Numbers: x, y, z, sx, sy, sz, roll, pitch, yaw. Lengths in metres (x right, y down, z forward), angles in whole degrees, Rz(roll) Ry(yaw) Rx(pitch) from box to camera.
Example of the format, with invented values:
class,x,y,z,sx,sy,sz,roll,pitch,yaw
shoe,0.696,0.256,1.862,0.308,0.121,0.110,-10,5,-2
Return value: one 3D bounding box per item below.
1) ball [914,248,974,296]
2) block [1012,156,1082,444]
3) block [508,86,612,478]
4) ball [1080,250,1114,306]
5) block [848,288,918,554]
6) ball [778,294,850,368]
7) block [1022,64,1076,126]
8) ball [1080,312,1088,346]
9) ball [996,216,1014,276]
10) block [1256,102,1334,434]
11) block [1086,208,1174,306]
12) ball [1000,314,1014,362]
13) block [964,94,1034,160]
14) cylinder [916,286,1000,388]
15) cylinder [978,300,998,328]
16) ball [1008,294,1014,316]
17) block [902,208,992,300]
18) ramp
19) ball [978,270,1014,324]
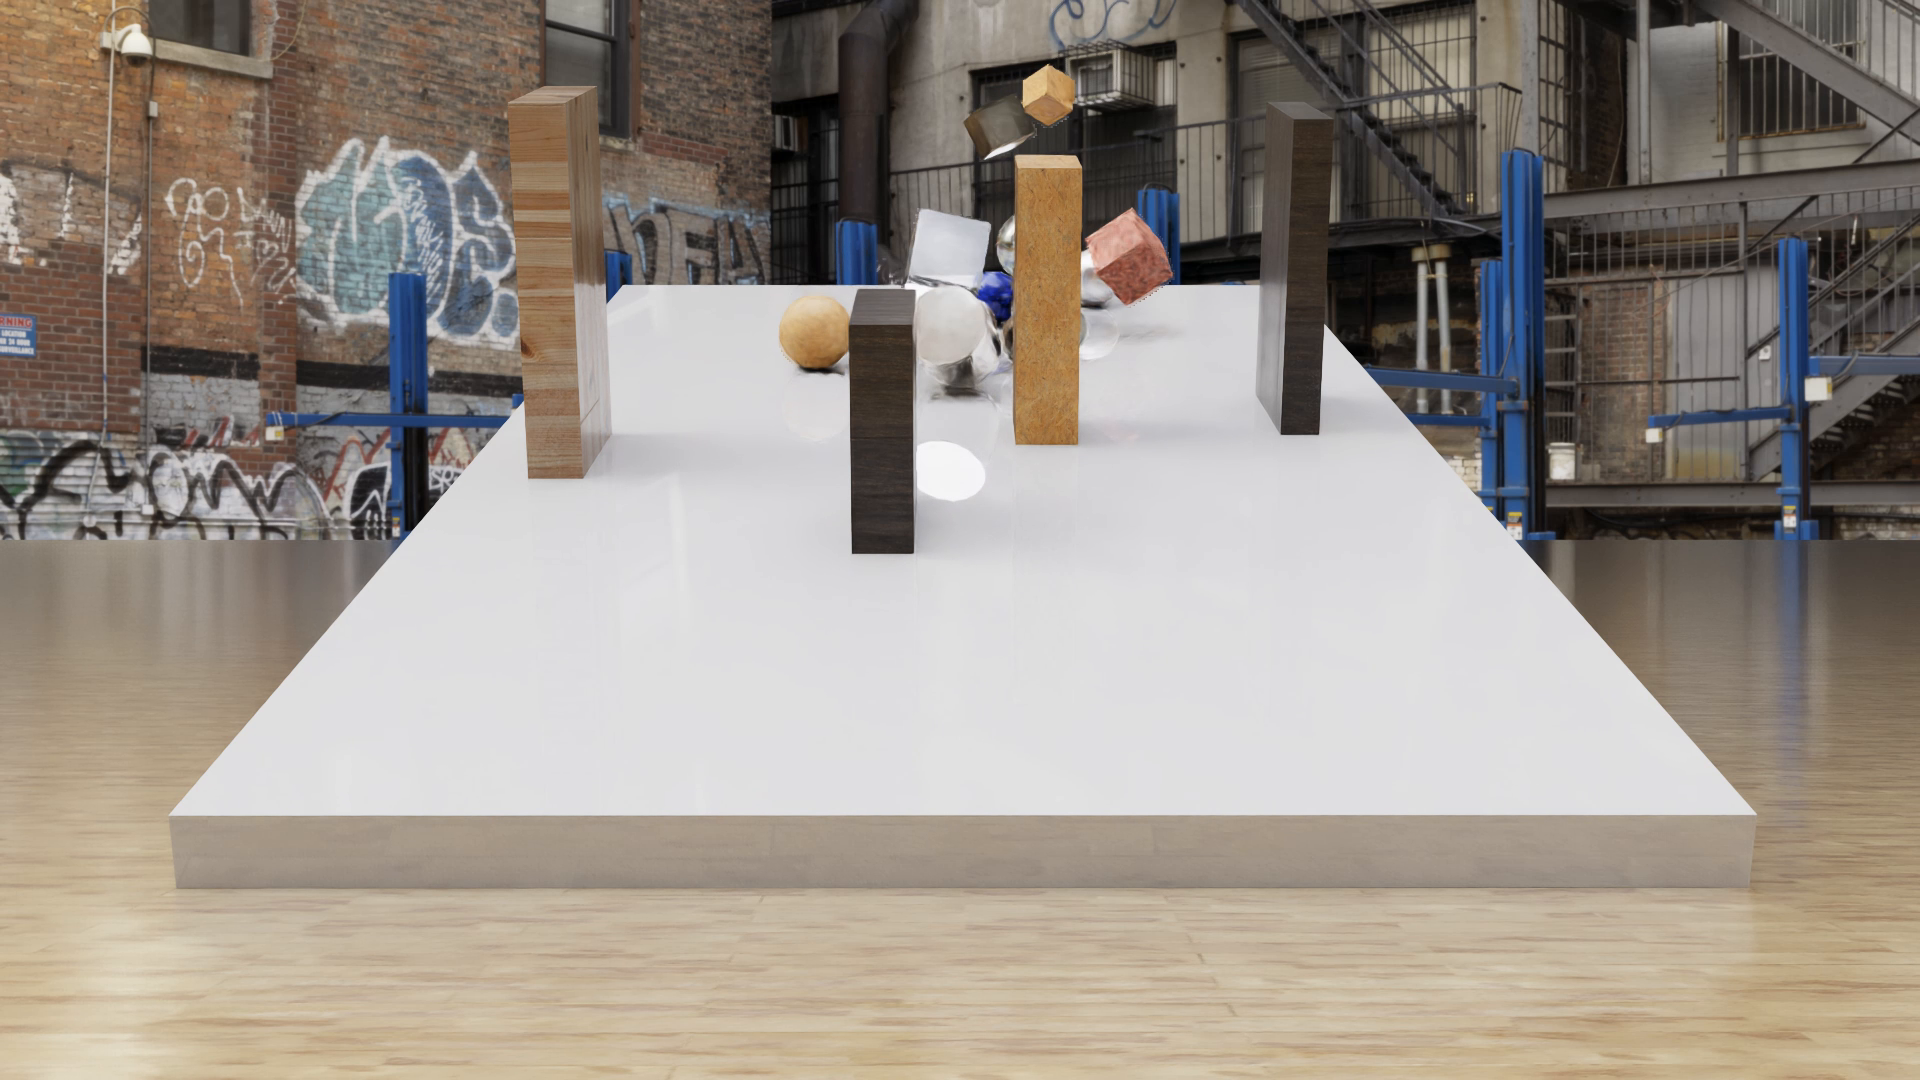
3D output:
class,x,y,z,sx,sy,sz,roll,pitch,yaw
ball,-0.044,-0.734,6.208,0.172,0.172,0.172,0,0,0
block,0.184,-0.515,4.713,0.132,0.581,0.244,0,16,0
block,-0.806,-0.530,4.484,0.109,0.737,0.391,0,16,0
ball,0.373,-0.745,6.272,0.159,0.159,0.159,0,0,0
block,-0.137,-0.223,4.012,0.110,0.409,0.366,0,16,0
ball,-0.353,-0.511,5.418,0.182,0.182,0.182,0,0,0
block,0.253,-1.273,6.324,0.105,0.105,0.105,25,-33,-33
ball,0.251,-0.531,5.565,0.140,0.140,0.140,0,0,0
ball,0.193,-0.799,6.008,0.191,0.191,0.191,0,0,0
block,0.733,-0.607,4.871,0.084,0.672,0.412,0,16,0
block,0.448,-0.749,5.850,0.150,0.150,0.150,-32,-49,19
ball,0.172,-0.496,5.437,0.144,0.144,0.144,0,0,0
block,0.111,-1.178,6.293,0.124,0.124,0.124,-26,0,-27
cylinder,-0.015,-0.473,5.153,0.189,0.189,0.189,0,-13,12
cylinder,0.004,-0.508,5.374,0.128,0.128,0.128,0,28,33
ball,0.195,-0.620,5.894,0.128,0.128,0.128,0,0,0
block,-0.037,-0.691,5.502,0.179,0.179,0.179,11,-17,-5
ramp,-0.002,-0.161,4.716,2.000,0.100,4.000,0,16,0
ball,0.094,-0.660,6.007,0.143,0.143,0.143,0,0,0
